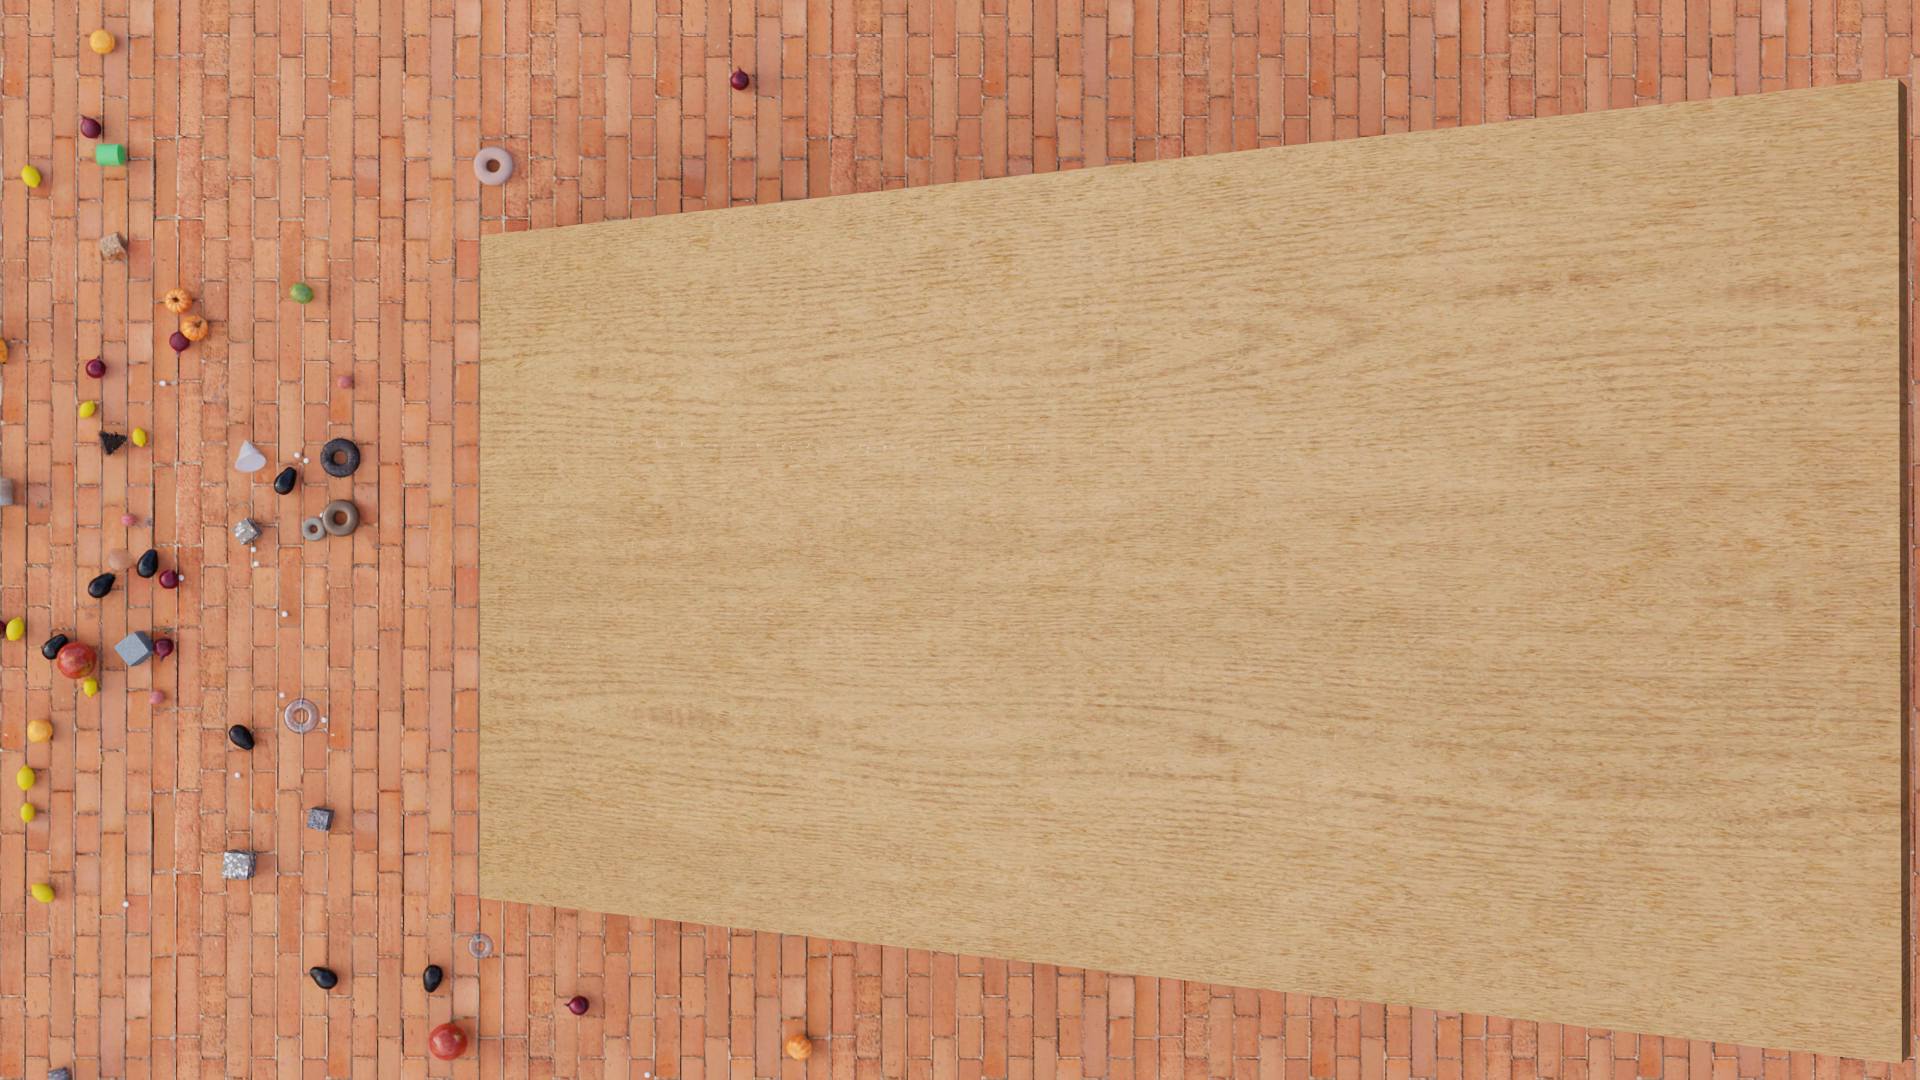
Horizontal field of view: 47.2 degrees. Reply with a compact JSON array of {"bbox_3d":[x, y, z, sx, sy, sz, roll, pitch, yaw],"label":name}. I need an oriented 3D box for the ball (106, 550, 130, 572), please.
[{"bbox_3d":[-2.559,0.063,6.688,0.069,0.069,0.069,0,90,0],"label":"ball"}]

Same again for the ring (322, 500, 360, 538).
[{"bbox_3d":[-1.887,-0.067,6.704,0.116,0.039,0.116,0,90,1],"label":"ring"}]

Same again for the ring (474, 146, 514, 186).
[{"bbox_3d":[-1.424,-1.143,6.713,0.122,0.041,0.122,0,91,0],"label":"ring"}]

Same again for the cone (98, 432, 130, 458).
[{"bbox_3d":[-2.573,-0.304,6.707,0.082,0.082,0.082,-21,89,-27],"label":"cone"}]

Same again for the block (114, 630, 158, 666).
[{"bbox_3d":[-2.504,0.330,6.682,0.076,0.076,0.076,-38,90,0],"label":"block"}]

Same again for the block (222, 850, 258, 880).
[{"bbox_3d":[-2.187,0.985,6.676,0.076,0.076,0.076,6,90,0],"label":"block"}]

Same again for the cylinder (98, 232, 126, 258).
[{"bbox_3d":[-2.581,-0.898,6.701,0.059,0.059,0.059,-23,90,0],"label":"cylinder"}]

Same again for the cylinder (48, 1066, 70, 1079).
[{"bbox_3d":[-2.737,1.636,6.682,0.054,0.054,0.054,-16,90,0],"label":"cylinder"}]

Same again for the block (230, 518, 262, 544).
[{"bbox_3d":[-2.171,-0.026,6.694,0.058,0.058,0.058,-37,90,0],"label":"block"}]

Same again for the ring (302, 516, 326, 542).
[{"bbox_3d":[-1.972,-0.033,6.711,0.075,0.025,0.075,0,90,1],"label":"ring"}]

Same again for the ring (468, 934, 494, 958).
[{"bbox_3d":[-1.460,1.237,6.699,0.078,0.026,0.078,0,89,-1],"label":"ring"}]

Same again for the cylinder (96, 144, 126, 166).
[{"bbox_3d":[-2.589,-1.174,6.700,0.065,0.065,0.065,0,90,0],"label":"cylinder"}]

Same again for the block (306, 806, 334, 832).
[{"bbox_3d":[-1.945,0.848,6.686,0.058,0.058,0.058,12,90,0],"label":"block"}]

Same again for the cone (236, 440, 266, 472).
[{"bbox_3d":[-2.173,-0.270,6.705,0.090,0.090,0.090,-23,63,0],"label":"cone"}]

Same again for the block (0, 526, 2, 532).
[{"bbox_3d":[-2.967,-0.026,6.693,0.060,0.060,0.060,27,90,0],"label":"block"}]

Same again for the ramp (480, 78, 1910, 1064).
[{"bbox_3d":[0.256,0.070,5.592,4.000,0.100,2.000,0,89,33],"label":"ramp"}]

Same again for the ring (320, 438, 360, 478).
[{"bbox_3d":[-1.890,-0.250,6.705,0.122,0.041,0.122,0,88,-1],"label":"ring"}]

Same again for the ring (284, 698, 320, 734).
[{"bbox_3d":[-2.006,0.537,6.700,0.112,0.037,0.112,0,89,1],"label":"ring"}]
